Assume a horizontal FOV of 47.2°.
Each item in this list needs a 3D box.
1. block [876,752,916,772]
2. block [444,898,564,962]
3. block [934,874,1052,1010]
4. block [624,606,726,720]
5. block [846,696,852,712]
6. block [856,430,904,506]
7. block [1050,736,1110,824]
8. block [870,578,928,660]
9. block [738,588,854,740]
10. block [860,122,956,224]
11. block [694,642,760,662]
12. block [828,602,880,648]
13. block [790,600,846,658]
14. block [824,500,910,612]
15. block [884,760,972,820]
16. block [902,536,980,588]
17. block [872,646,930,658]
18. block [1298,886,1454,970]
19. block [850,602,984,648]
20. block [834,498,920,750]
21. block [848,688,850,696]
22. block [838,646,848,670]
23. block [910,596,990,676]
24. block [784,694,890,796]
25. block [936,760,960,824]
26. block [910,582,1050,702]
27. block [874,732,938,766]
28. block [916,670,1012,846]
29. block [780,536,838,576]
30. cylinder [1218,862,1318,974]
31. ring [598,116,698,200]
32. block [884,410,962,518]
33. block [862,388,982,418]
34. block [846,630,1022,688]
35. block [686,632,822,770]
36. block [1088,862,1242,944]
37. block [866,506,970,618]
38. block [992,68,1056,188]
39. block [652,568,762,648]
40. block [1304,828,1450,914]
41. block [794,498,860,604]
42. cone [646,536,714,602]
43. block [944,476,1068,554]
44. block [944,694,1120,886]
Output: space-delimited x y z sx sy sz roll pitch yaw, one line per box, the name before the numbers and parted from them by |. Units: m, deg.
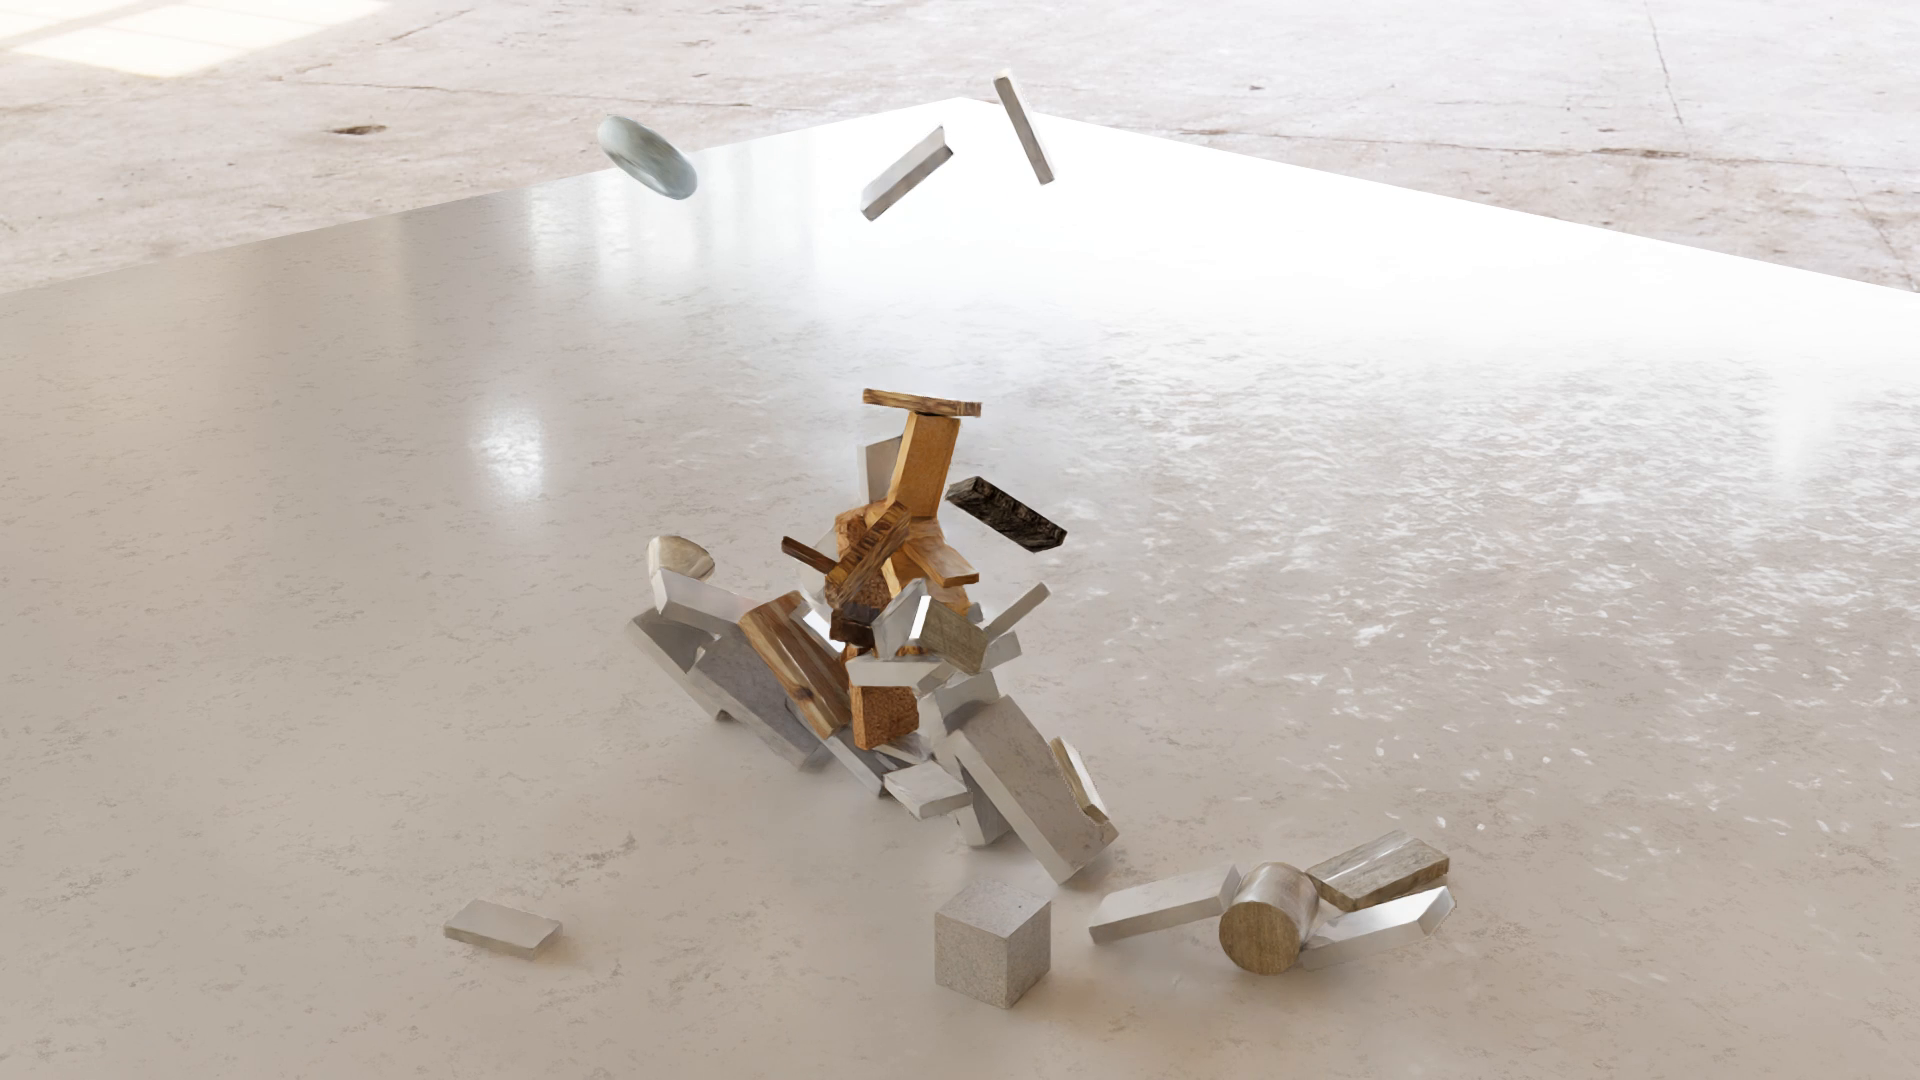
block | -0.094 0.471 4.528 0.150 0.021 0.075 37 41 26
block | -0.838 0.716 4.038 0.194 0.028 0.097 10 25 22
block | 0.059 0.711 3.895 0.149 0.149 0.149 15 27 31
block | -0.595 0.262 4.905 0.290 0.041 0.145 42 37 14
block | -0.178 0.288 4.544 0.075 0.149 0.021 3 29 -36
block | -0.147 -0.016 4.437 0.103 0.400 0.029 -19 27 -35
block | 0.214 0.431 3.950 0.022 0.078 0.156 -34 51 10
block | -0.106 0.143 4.022 0.022 0.077 0.154 8 37 32
block | -0.314 0.259 4.607 0.154 0.044 0.309 -25 73 -46
block | -0.110 -0.765 4.583 0.233 0.033 0.117 -37 26 19
block | -0.438 0.317 4.830 0.145 0.041 0.290 -10 40 -45
block | -0.201 0.161 4.196 0.022 0.077 0.154 5 -7 25
block | -0.296 0.188 4.605 0.131 0.019 0.066 44 21 -3
block | -0.167 0.030 3.968 0.029 0.102 0.203 35 67 16
block | -0.060 0.451 3.968 0.097 0.028 0.194 -14 15 -17
block | -0.036 0.040 4.164 0.077 0.022 0.154 -9 32 -30
block | -0.073 0.194 4.294 0.194 0.028 0.097 -8 13 45
block | 0.738 0.691 3.907 0.261 0.037 0.131 -26 3 40
block | -0.090 0.165 4.289 0.137 0.039 0.274 -23 11 -34
block | -0.165 0.172 4.441 0.137 0.507 0.039 -20 27 -34
block | -0.175 0.260 4.564 0.075 0.149 0.021 0 32 -42
block | -0.207 0.207 4.601 0.019 0.131 0.066 34 26 32
block | -0.017 0.166 3.794 0.022 0.078 0.156 -7 -31 44
block | -0.211 0.402 4.626 0.154 0.044 0.309 -21 51 -40
block | -0.026 0.510 4.468 0.075 0.021 0.150 -20 50 -40
block | 0.037 0.185 3.986 0.295 0.029 0.102 -39 -3 -11
block | -0.106 0.423 4.516 0.150 0.021 0.075 16 29 39
block | 0.031 0.408 4.361 0.050 0.354 0.177 -12 10 42
block | -0.300 0.037 4.454 0.131 0.019 0.066 28 -15 5
cylinder | 0.557 0.681 3.963 0.148 0.148 0.148 9 23 19
ring | -0.754 -0.925 5.324 0.275 0.092 0.275 33 -6 4
block | -0.072 -0.147 4.271 0.103 0.206 0.029 3 21 -34
block | -0.073 -0.265 4.242 0.206 0.029 0.103 9 6 26
block | -0.055 0.231 4.290 0.177 0.050 0.354 -23 10 -32
block | -0.419 0.339 4.677 0.309 0.044 0.154 39 35 2
block | 0.373 0.662 4.005 0.261 0.037 0.131 -19 12 25
block | -0.083 0.042 4.226 0.137 0.039 0.274 7 37 -24
block | 0.133 -0.843 4.488 0.033 0.233 0.117 -23 16 11
block | -0.541 0.159 4.917 0.290 0.041 0.145 21 22 -25
block | 0.799 0.636 4.215 0.261 0.037 0.131 -16 28 -33
block | -0.208 -0.039 4.925 0.033 0.405 0.117 33 13 -43
cone | -0.713 0.115 5.389 0.178 0.178 0.178 6 50 14
block | 0.082 -0.045 3.942 0.203 0.029 0.102 32 -22 -21
block | 0.142 0.482 4.275 0.354 0.050 0.177 51 40 7
